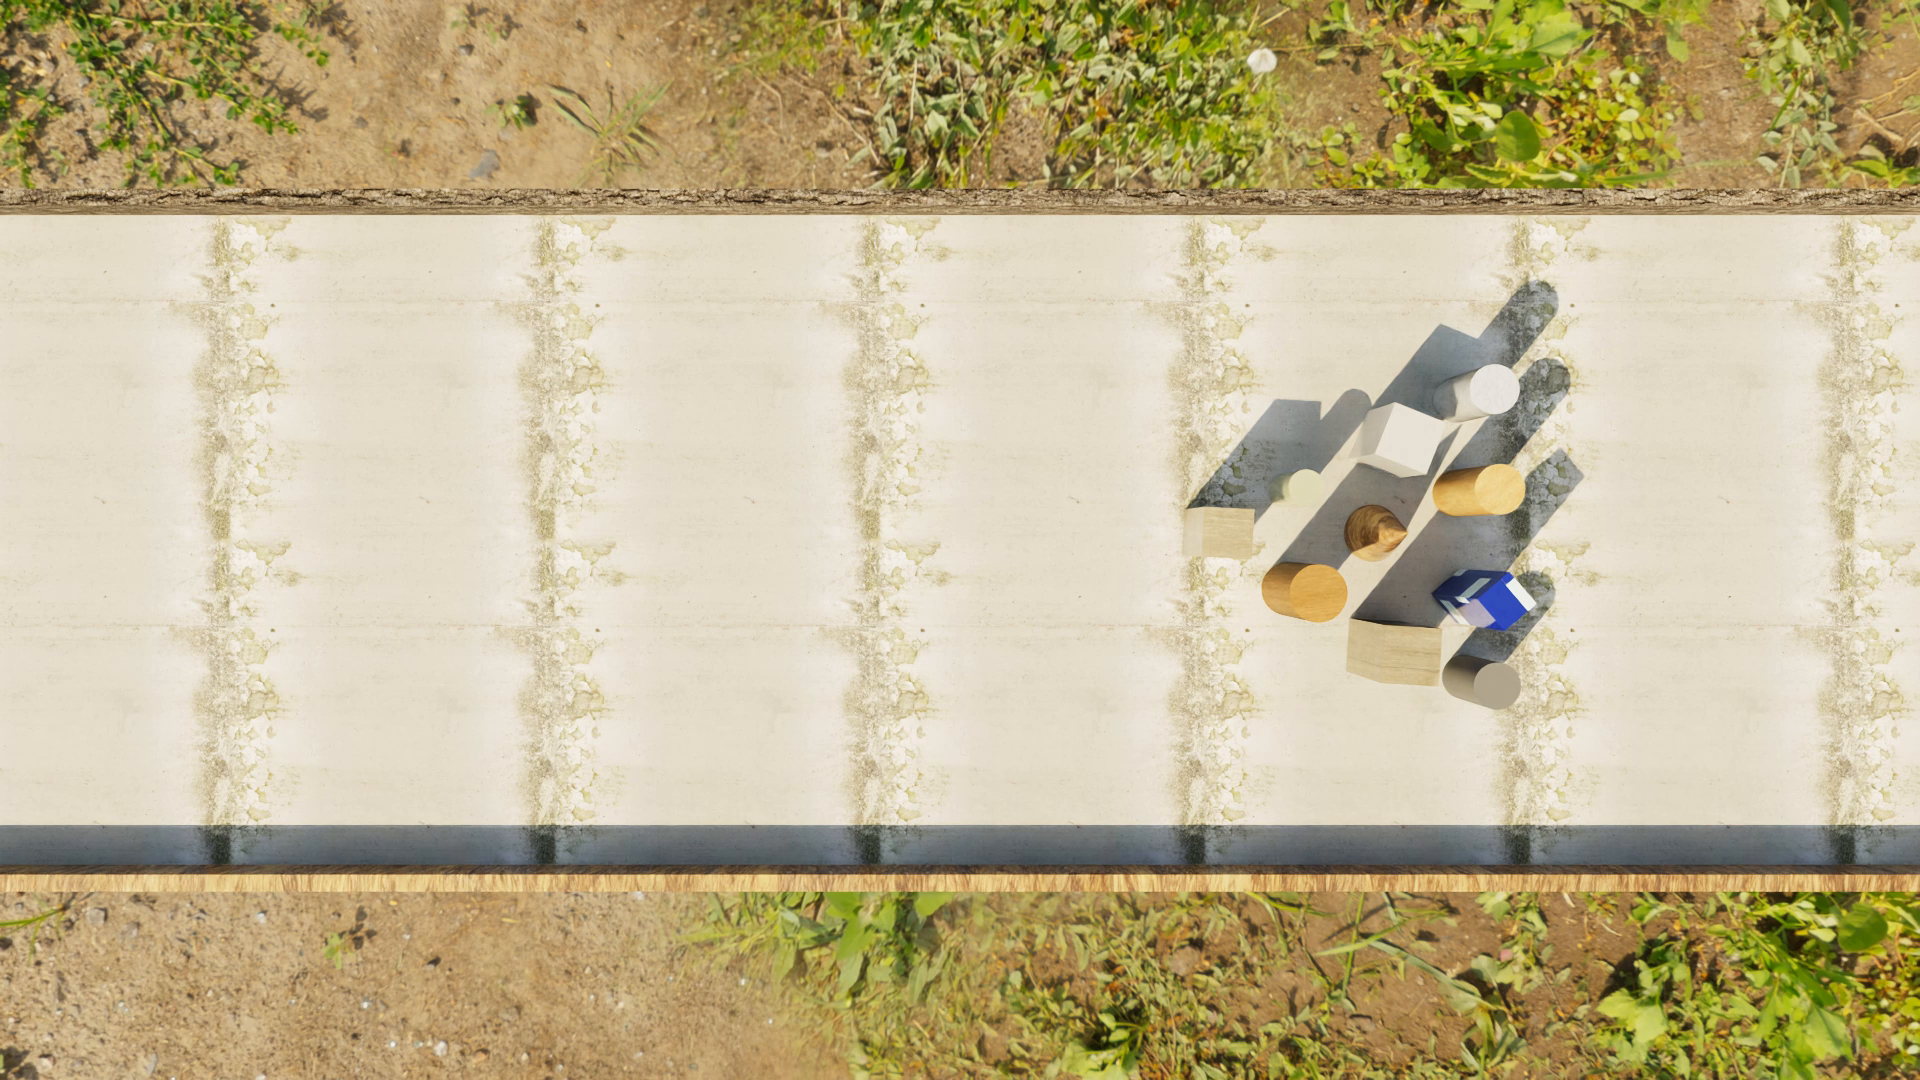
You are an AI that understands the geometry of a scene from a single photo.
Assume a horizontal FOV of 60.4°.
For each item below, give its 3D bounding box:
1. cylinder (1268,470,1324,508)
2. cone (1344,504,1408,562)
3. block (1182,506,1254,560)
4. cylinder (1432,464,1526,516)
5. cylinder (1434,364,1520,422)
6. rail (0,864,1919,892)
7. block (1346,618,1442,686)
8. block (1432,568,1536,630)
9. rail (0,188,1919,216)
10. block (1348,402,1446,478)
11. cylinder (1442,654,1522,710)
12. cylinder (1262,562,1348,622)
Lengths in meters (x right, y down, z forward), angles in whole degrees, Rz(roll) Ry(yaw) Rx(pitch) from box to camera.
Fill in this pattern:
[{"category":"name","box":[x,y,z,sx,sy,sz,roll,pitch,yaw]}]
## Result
[{"category":"cylinder","box":[0.999,-0.152,4.917,0.104,0.319,0.104,0,90,0]},{"category":"cone","box":[1.270,-0.021,4.870,0.176,0.413,0.176,0,90,0]},{"category":"block","box":[0.758,-0.020,4.870,0.142,0.414,0.142,3,90,0]},{"category":"cylinder","box":[1.525,-0.143,4.867,0.143,0.419,0.143,0,90,0]},{"category":"cylinder","box":[1.529,-0.432,4.895,0.142,0.362,0.142,0,90,0]},{"category":"rail","box":[-2.247,1.025,5.001,12.000,0.150,0.050,0,90,0]},{"category":"block","box":[1.275,0.327,4.865,0.164,0.423,0.164,3,90,0]},{"category":"block","box":[1.532,0.172,4.848,0.118,0.456,0.118,-40,90,0]},{"category":"rail","box":[-2.247,-1.025,5.002,12.000,0.150,0.050,0,90,0]},{"category":"block","box":[1.298,-0.293,4.912,0.159,0.329,0.159,22,90,0]},{"category":"cylinder","box":[1.551,0.422,4.918,0.137,0.316,0.137,0,90,0]},{"category":"cylinder","box":[1.010,0.150,4.860,0.164,0.433,0.164,0,90,0]}]
